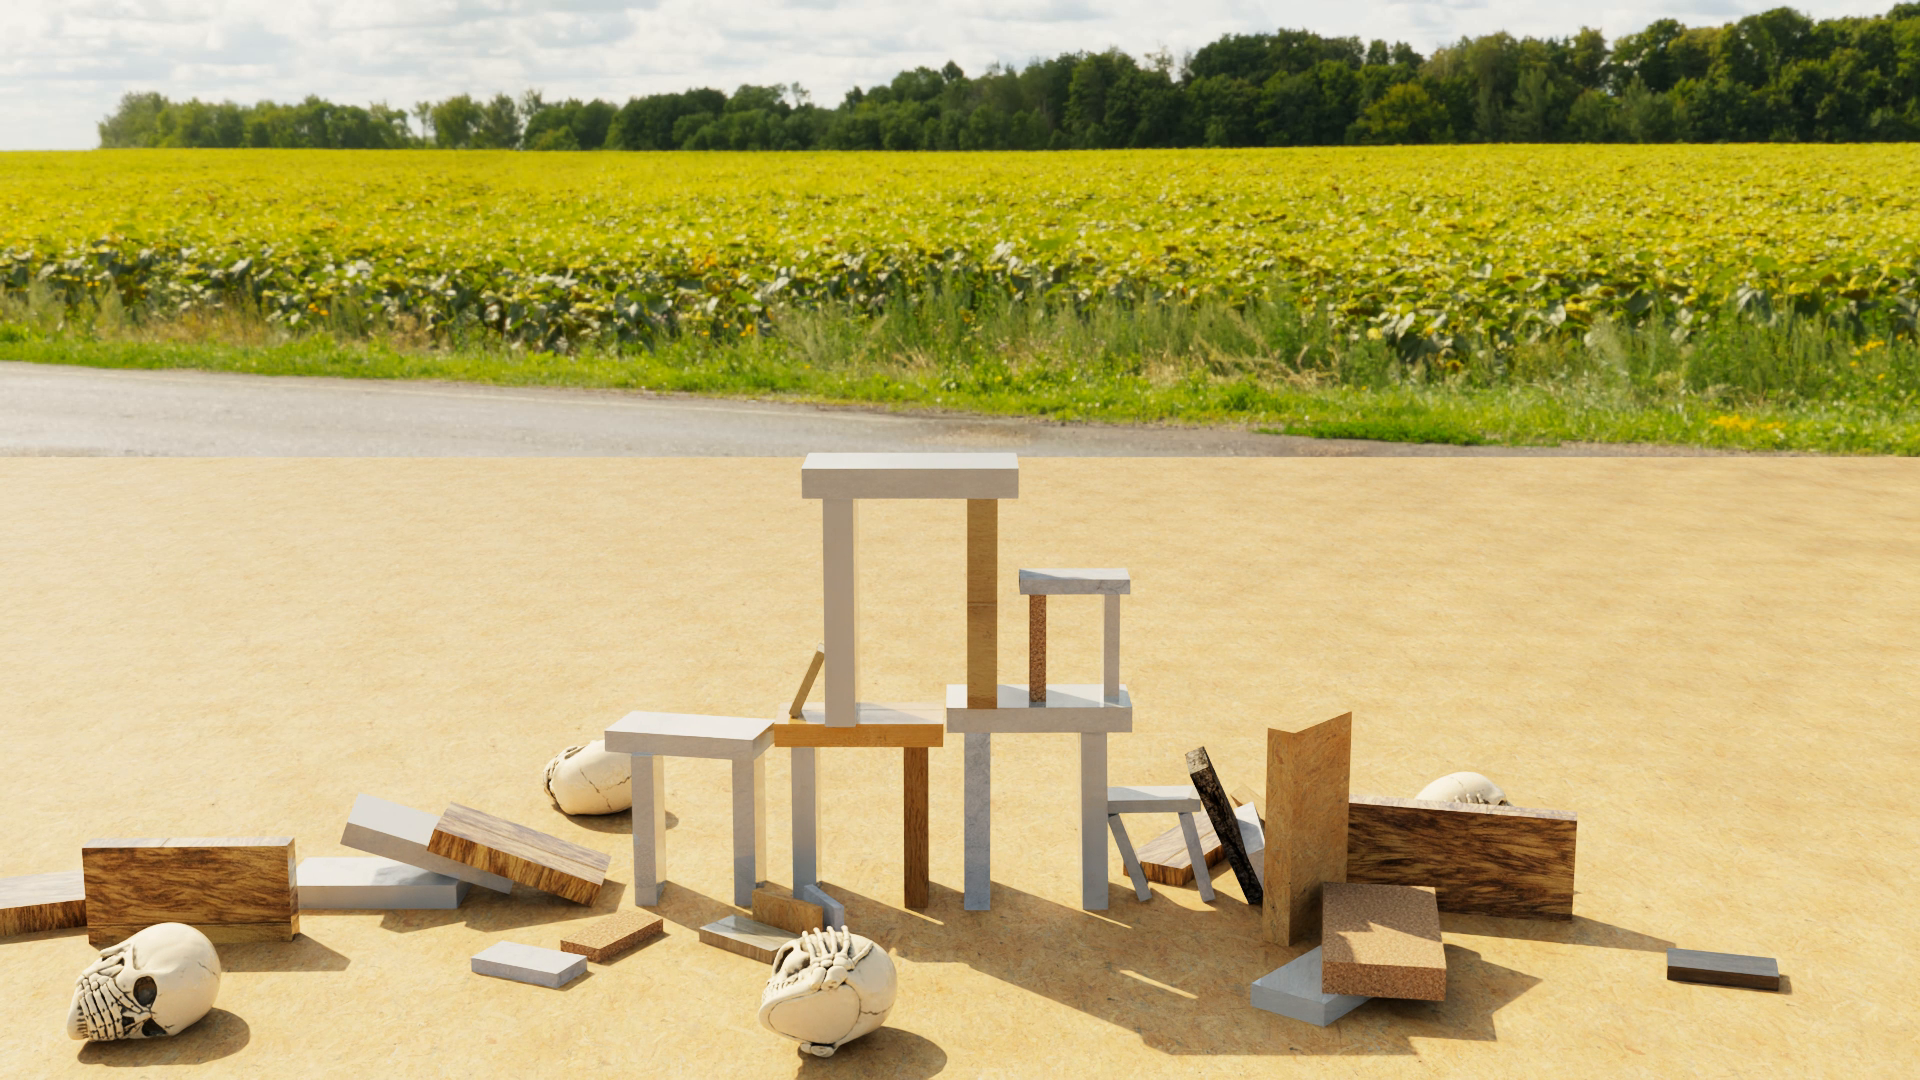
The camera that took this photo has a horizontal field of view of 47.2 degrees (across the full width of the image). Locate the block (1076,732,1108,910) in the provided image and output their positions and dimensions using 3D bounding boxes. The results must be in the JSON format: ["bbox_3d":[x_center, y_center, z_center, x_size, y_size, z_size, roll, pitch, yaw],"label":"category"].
[{"bbox_3d":[0.219,0.443,3.638,0.042,0.299,0.149,-1,11,0],"label":"block"}]

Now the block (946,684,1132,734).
[{"bbox_3d":[0.128,0.276,3.606,0.299,0.042,0.149,0,11,0],"label":"block"}]

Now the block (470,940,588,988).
[{"bbox_3d":[-0.652,0.642,3.330,0.157,0.022,0.078,5,12,24],"label":"block"}]

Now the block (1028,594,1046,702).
[{"bbox_3d":[0.127,0.167,3.590,0.025,0.177,0.089,0,11,0],"label":"block"}]

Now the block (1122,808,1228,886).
[{"bbox_3d":[0.412,0.538,3.864,0.112,0.032,0.325,6,12,31],"label":"block"}]

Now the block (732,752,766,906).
[{"bbox_3d":[-0.349,0.464,3.652,0.036,0.254,0.127,1,11,3],"label":"block"}]

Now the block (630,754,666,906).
[{"bbox_3d":[-0.516,0.464,3.652,0.036,0.254,0.127,0,11,0],"label":"block"}]

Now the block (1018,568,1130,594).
[{"bbox_3d":[0.185,0.067,3.572,0.177,0.025,0.089,0,11,0],"label":"block"}]

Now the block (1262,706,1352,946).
[{"bbox_3d":[0.549,0.450,3.478,0.049,0.345,0.172,9,14,39],"label":"block"}]

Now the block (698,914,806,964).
[{"bbox_3d":[-0.324,0.623,3.431,0.157,0.022,0.078,8,13,38],"label":"block"}]

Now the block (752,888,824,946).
[{"bbox_3d":[-0.273,0.595,3.480,0.139,0.059,0.017,9,14,39],"label":"block"}]

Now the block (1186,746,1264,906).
[{"bbox_3d":[0.442,0.473,3.653,0.035,0.244,0.122,-24,9,6],"label":"block"}]

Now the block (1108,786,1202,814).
[{"bbox_3d":[0.318,0.429,3.636,0.155,0.022,0.077,-1,11,1],"label":"block"}]

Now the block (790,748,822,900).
[{"bbox_3d":[-0.254,0.456,3.643,0.039,0.273,0.136,0,11,0],"label":"block"}]

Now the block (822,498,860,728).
[{"bbox_3d":[-0.192,0.102,3.575,0.048,0.371,0.171,0,11,0],"label":"block"}]

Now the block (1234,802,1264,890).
[{"bbox_3d":[0.505,0.530,3.648,0.035,0.122,0.244,-24,9,6],"label":"block"}]

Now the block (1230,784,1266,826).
[{"bbox_3d":[0.547,0.507,3.811,0.032,0.112,0.223,-34,17,-7],"label":"block"}]

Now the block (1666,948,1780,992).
[{"bbox_3d":[1.146,0.645,3.309,0.158,0.022,0.079,3,11,17],"label":"block"}]

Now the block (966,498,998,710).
[{"bbox_3d":[0.036,0.087,3.572,0.048,0.341,0.171,0,11,0],"label":"block"}]

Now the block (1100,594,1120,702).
[{"bbox_3d":[0.245,0.167,3.590,0.025,0.177,0.089,0,11,0],"label":"block"}]

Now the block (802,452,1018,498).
[{"bbox_3d":[-0.078,-0.104,3.537,0.341,0.048,0.171,0,11,0],"label":"block"}]

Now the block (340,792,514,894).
[{"bbox_3d":[-0.879,0.505,3.671,0.285,0.040,0.143,19,10,-12],"label":"block"}]

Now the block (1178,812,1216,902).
[{"bbox_3d":[0.390,0.514,3.651,0.022,0.155,0.077,-15,10,3],"label":"block"}]

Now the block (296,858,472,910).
[{"bbox_3d":[-0.965,0.571,3.663,0.285,0.040,0.143,0,11,0],"label":"block"}]

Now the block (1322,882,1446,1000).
[{"bbox_3d":[0.632,0.598,3.303,0.172,0.049,0.345,2,11,9],"label":"block"}]

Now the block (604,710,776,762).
[{"bbox_3d":[-0.442,0.322,3.623,0.254,0.036,0.127,2,11,13],"label":"block"}]

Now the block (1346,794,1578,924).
[{"bbox_3d":[0.775,0.516,3.595,0.443,0.172,0.049,3,11,15],"label":"block"}]

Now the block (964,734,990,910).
[{"bbox_3d":[0.028,0.444,3.638,0.042,0.299,0.149,0,11,0],"label":"block"}]

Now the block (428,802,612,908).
[{"bbox_3d":[-0.729,0.521,3.656,0.285,0.040,0.143,20,10,-6],"label":"block"}]

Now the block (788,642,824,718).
[{"bbox_3d":[-0.248,0.229,3.599,0.017,0.117,0.059,24,10,-4],"label":"block"}]

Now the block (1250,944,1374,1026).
[{"bbox_3d":[0.547,0.650,3.249,0.122,0.035,0.244,9,14,39],"label":"block"}]

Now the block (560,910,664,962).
[{"bbox_3d":[-0.545,0.620,3.447,0.078,0.022,0.157,6,12,30],"label":"block"}]

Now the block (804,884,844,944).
[{"bbox_3d":[-0.216,0.593,3.492,0.017,0.058,0.117,-6,12,-28],"label":"block"}]

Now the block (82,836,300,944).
[{"bbox_3d":[-1.206,0.550,3.452,0.316,0.158,0.045,0,11,-2],"label":"block"}]

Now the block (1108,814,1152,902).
[{"bbox_3d":[0.279,0.516,3.652,0.022,0.155,0.077,-21,10,4],"label":"block"}]

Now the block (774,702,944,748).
[{"bbox_3d":[-0.163,0.303,3.615,0.273,0.039,0.136,0,11,0],"label":"block"}]

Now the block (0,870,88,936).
[{"bbox_3d":[-1.424,0.582,3.589,0.316,0.045,0.158,-4,11,-20],"label":"block"}]

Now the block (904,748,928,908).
[{"bbox_3d":[-0.072,0.456,3.643,0.039,0.273,0.136,0,11,0],"label":"block"}]
